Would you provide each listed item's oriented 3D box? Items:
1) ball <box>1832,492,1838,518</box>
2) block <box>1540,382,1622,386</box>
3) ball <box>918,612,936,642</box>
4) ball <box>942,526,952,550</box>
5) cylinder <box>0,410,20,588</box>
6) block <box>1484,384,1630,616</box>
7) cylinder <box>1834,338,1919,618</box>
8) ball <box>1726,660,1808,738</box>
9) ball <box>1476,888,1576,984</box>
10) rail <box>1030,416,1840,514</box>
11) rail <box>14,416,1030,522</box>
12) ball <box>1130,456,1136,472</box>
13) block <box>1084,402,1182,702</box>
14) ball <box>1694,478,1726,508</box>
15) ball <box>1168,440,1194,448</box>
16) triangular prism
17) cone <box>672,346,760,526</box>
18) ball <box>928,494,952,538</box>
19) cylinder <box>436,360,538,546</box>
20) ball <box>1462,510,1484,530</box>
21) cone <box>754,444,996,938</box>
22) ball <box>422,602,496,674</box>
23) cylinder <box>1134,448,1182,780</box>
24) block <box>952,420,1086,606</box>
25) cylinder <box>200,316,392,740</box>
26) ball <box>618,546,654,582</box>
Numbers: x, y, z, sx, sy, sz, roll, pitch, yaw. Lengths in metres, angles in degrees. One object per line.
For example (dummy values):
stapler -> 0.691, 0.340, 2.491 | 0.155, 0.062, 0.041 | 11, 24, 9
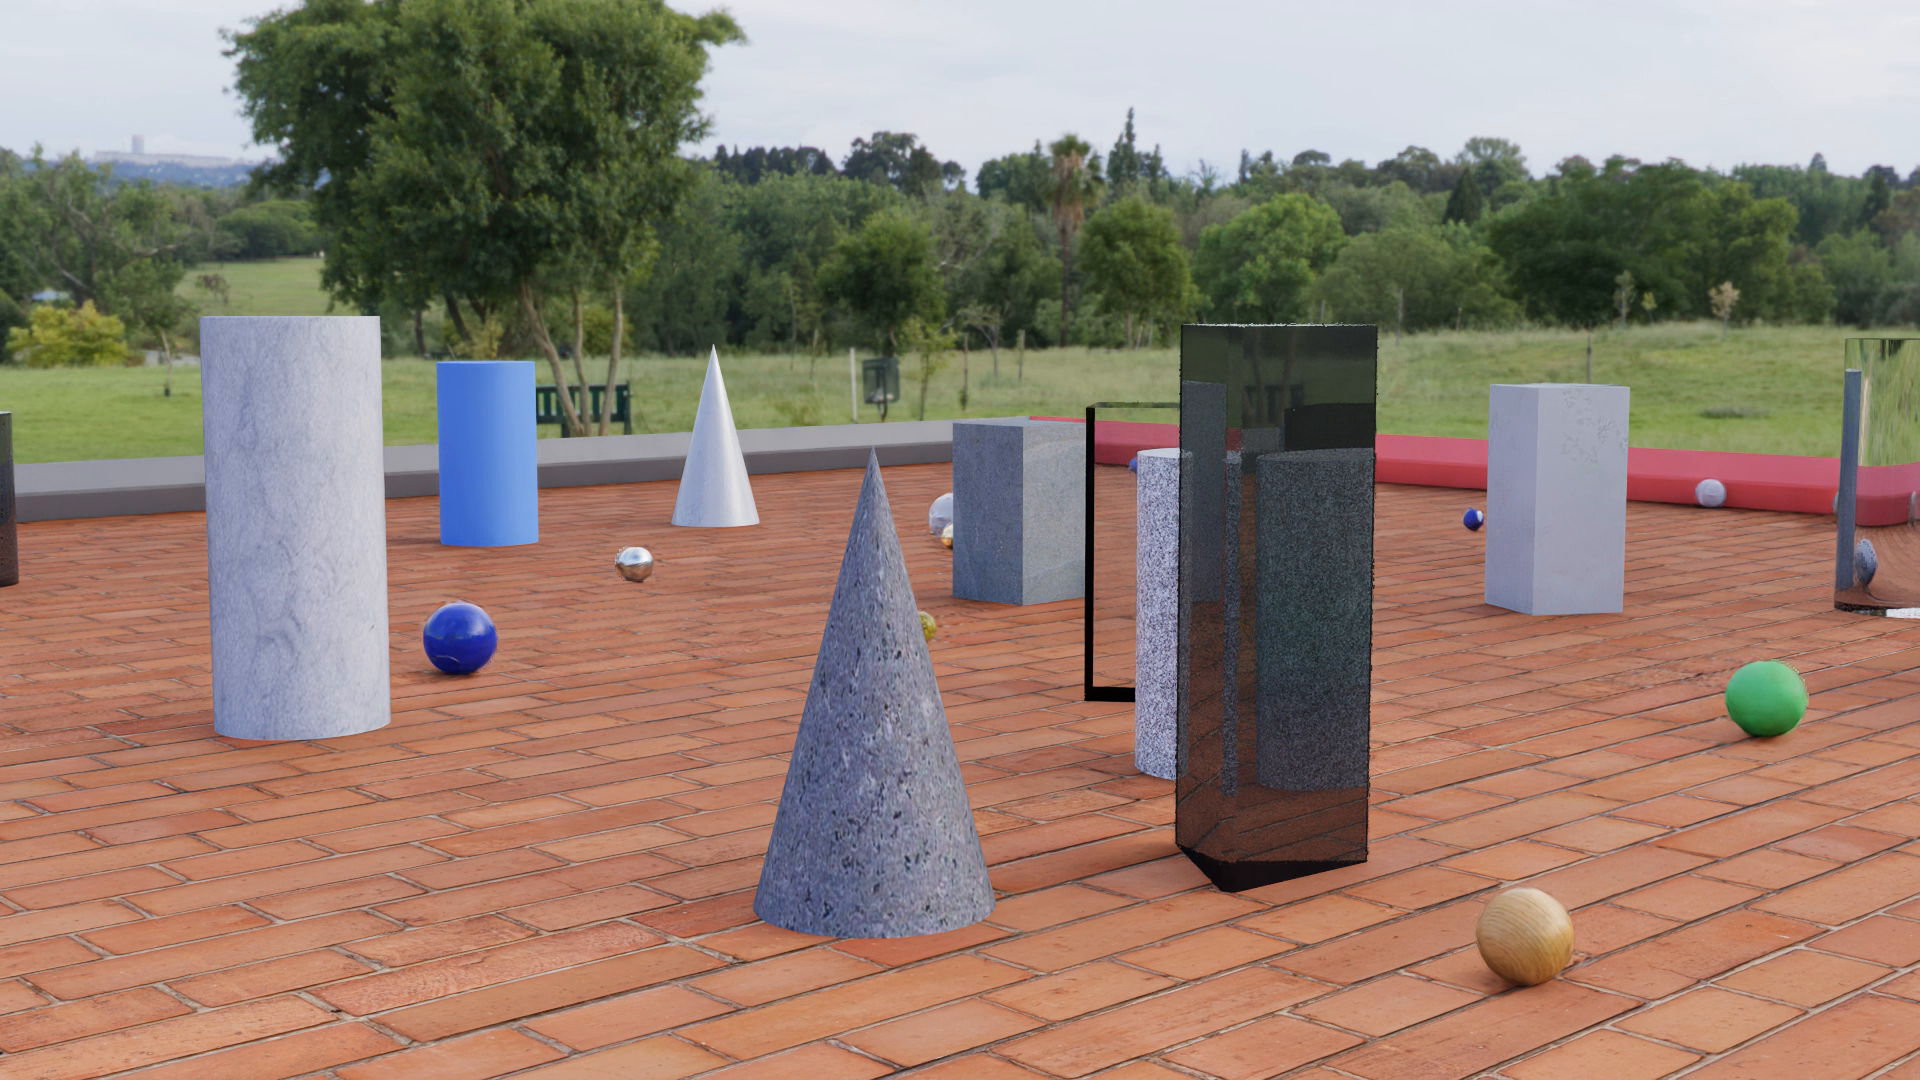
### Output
ball -> 1.826, -0.072, 4.502 | 0.075, 0.075, 0.075 | 0, 6, 0
block -> 1.056, -0.120, 3.866 | 0.145, 0.306, 0.145 | 6, 8, 42
ball -> -0.052, 0.116, 2.897 | 0.043, 0.043, 0.043 | 0, 6, 0
ball -> -0.010, -0.004, 4.006 | 0.046, 0.046, 0.046 | 0, 6, 0
cylinder -> -1.601, -0.065, 3.497 | 0.181, 0.274, 0.181 | 0, 6, 0
block -> 0.875, -0.063, 3.232 | 0.145, 0.327, 0.145 | -2, 6, -14
cylinder -> 1.379, -0.094, 3.205 | 0.181, 0.395, 0.181 | 0, 6, 0
ball -> 0.833, 0.164, 2.273 | 0.079, 0.079, 0.079 | 0, 6, 0
ball -> 0.372, 0.261, 1.447 | 0.063, 0.063, 0.063 | 0, 6, 0
rail -> 1.675, -0.134, 4.869 | 0.045, 0.118, 4.384 | -6, 8, -42
rail -> -1.470, -0.139, 4.917 | 4.606, 0.118, 0.045 | -6, 8, -42
ball -> 0.478, -0.204, 5.891 | 0.042, 0.042, 0.042 | 0, 6, 0
block -> 0.223, 0.011, 2.524 | 0.145, 0.331, 0.145 | 1, 6, 9
ball -> 1.649, -0.102, 4.834 | 0.065, 0.065, 0.065 | 0, 6, 0
ball -> 0.596, -0.229, 5.946 | 0.081, 0.081, 0.081 | 0, 6, 0
triangular prism -> 0.223, 0.044, 1.752 | 0.157, 0.429, 0.136 | -5, 8, -38
cone -> -0.502, -0.218, 4.500 | 0.181, 0.366, 0.181 | 0, 6, 0
ball -> -0.015, -0.043, 4.160 | 0.091, 0.091, 0.091 | 0, 6, 0
cylinder -> -0.889, -0.165, 4.138 | 0.181, 0.338, 0.181 | 0, 6, 0
ball -> 1.018, -0.041, 4.365 | 0.042, 0.042, 0.042 | 0, 6, 0
cone -> -0.064, 0.101, 1.623 | 0.181, 0.344, 0.181 | 0, 6, 0
ball -> -0.605, 0.119, 2.658 | 0.088, 0.088, 0.088 | 0, 6, 0
cylinder -> 0.260, 0.068, 2.120 | 0.181, 0.303, 0.181 | 0, 6, 0
block -> 0.091, -0.045, 3.354 | 0.145, 0.266, 0.145 | 6, 8, 44
cylinder -> -0.701, -0.019, 2.325 | 0.181, 0.433, 0.181 | 0, 6, 0
ball -> -0.523, 0.039, 3.547 | 0.058, 0.058, 0.058 | 0, 6, 0
